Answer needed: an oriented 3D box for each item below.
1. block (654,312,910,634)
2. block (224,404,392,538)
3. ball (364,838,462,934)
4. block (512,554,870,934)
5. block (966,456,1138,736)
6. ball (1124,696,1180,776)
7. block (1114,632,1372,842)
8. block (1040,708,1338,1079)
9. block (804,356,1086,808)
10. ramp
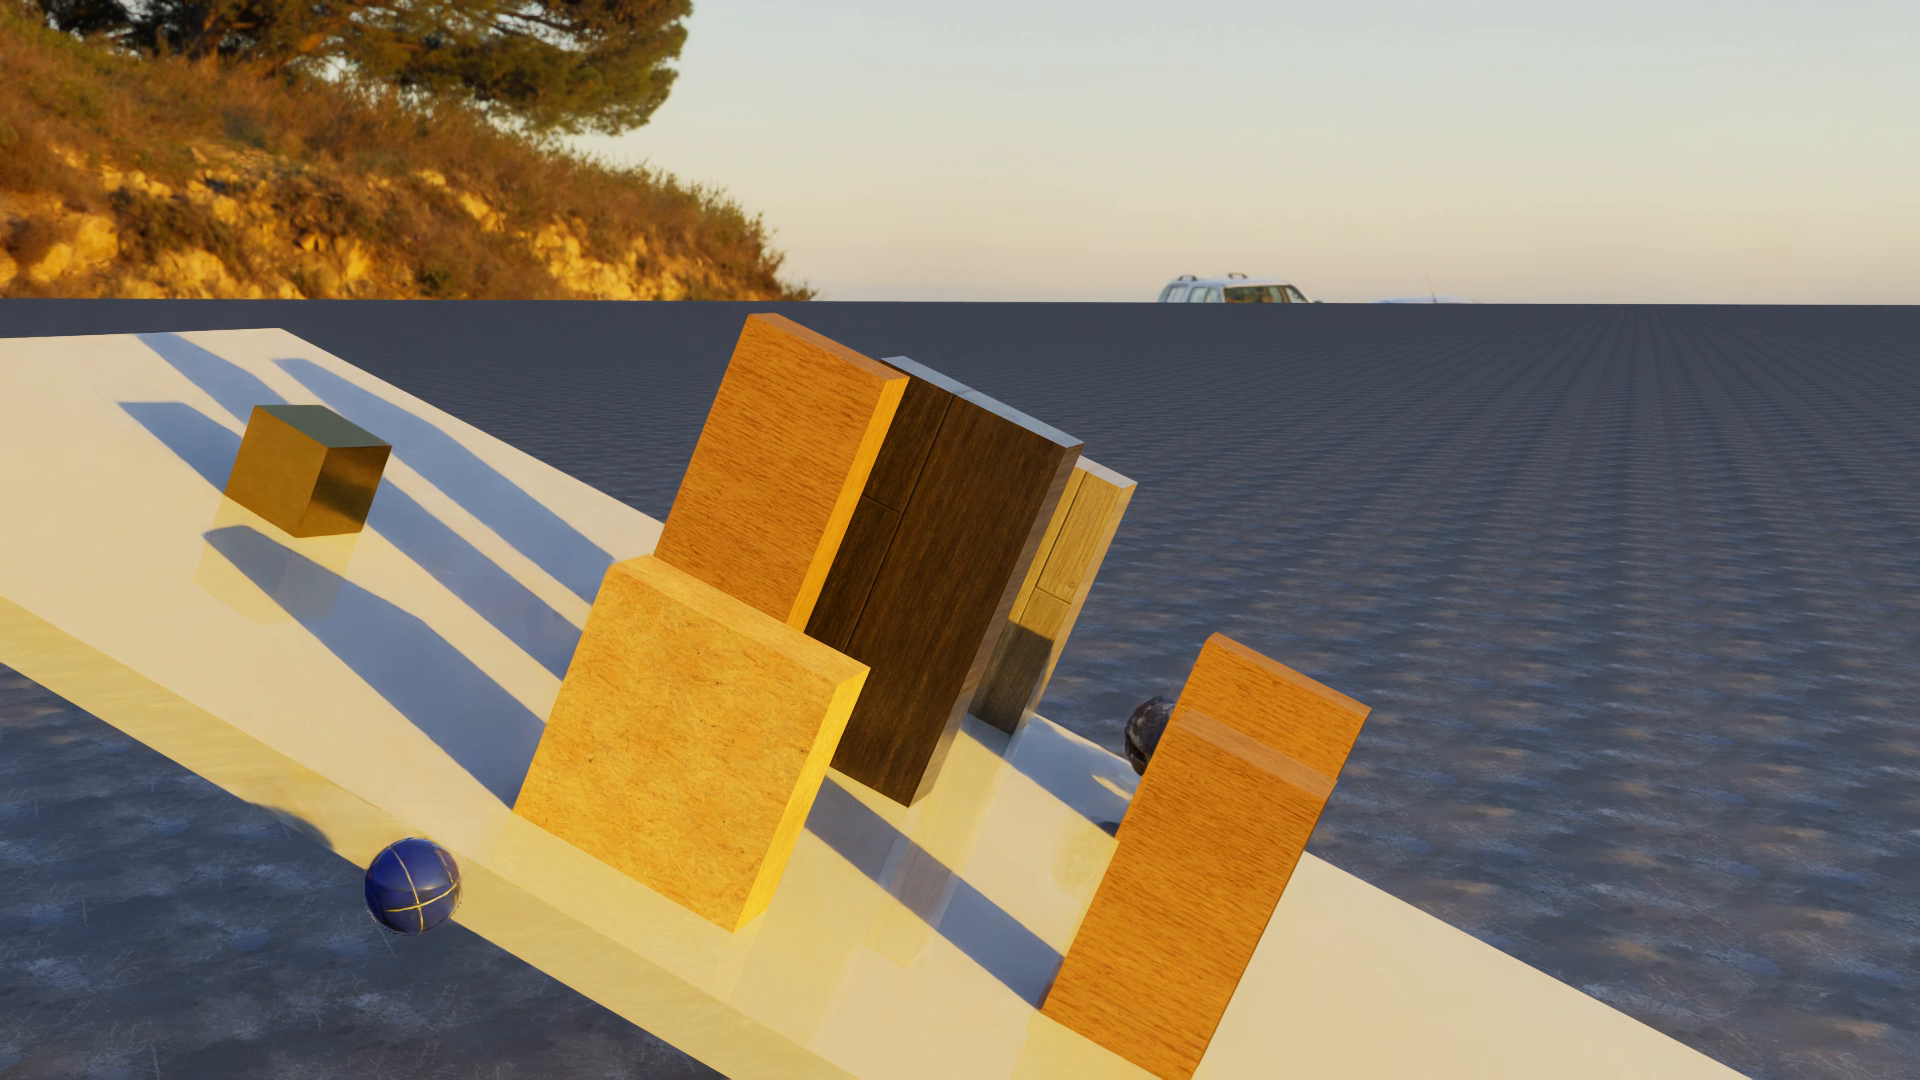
[{"bbox_3d":[-0.380,0.008,3.962,0.278,0.783,0.127,26,13,13],"label":"block"},{"bbox_3d":[-1.277,-0.137,4.313,0.192,0.192,0.192,28,14,19],"label":"block"},{"bbox_3d":[-0.773,0.488,3.110,0.134,0.134,0.134,0,7,0],"label":"ball"},{"bbox_3d":[-0.423,0.314,3.447,0.409,0.437,0.144,26,13,13],"label":"block"},{"bbox_3d":[0.123,0.088,4.892,0.300,0.607,0.148,26,13,13],"label":"block"},{"bbox_3d":[0.451,0.432,4.735,0.195,0.195,0.195,0,7,0],"label":"ball"},{"bbox_3d":[0.571,0.474,4.456,0.348,0.460,0.105,26,13,13],"label":"block"},{"bbox_3d":[0.368,0.576,3.544,0.260,0.534,0.143,26,13,13],"label":"block"},{"bbox_3d":[-0.103,0.078,4.210,0.394,0.759,0.140,26,13,13],"label":"block"},{"bbox_3d":[-0.282,0.489,4.181,4.000,0.100,2.000,26,13,13],"label":"ramp"}]
